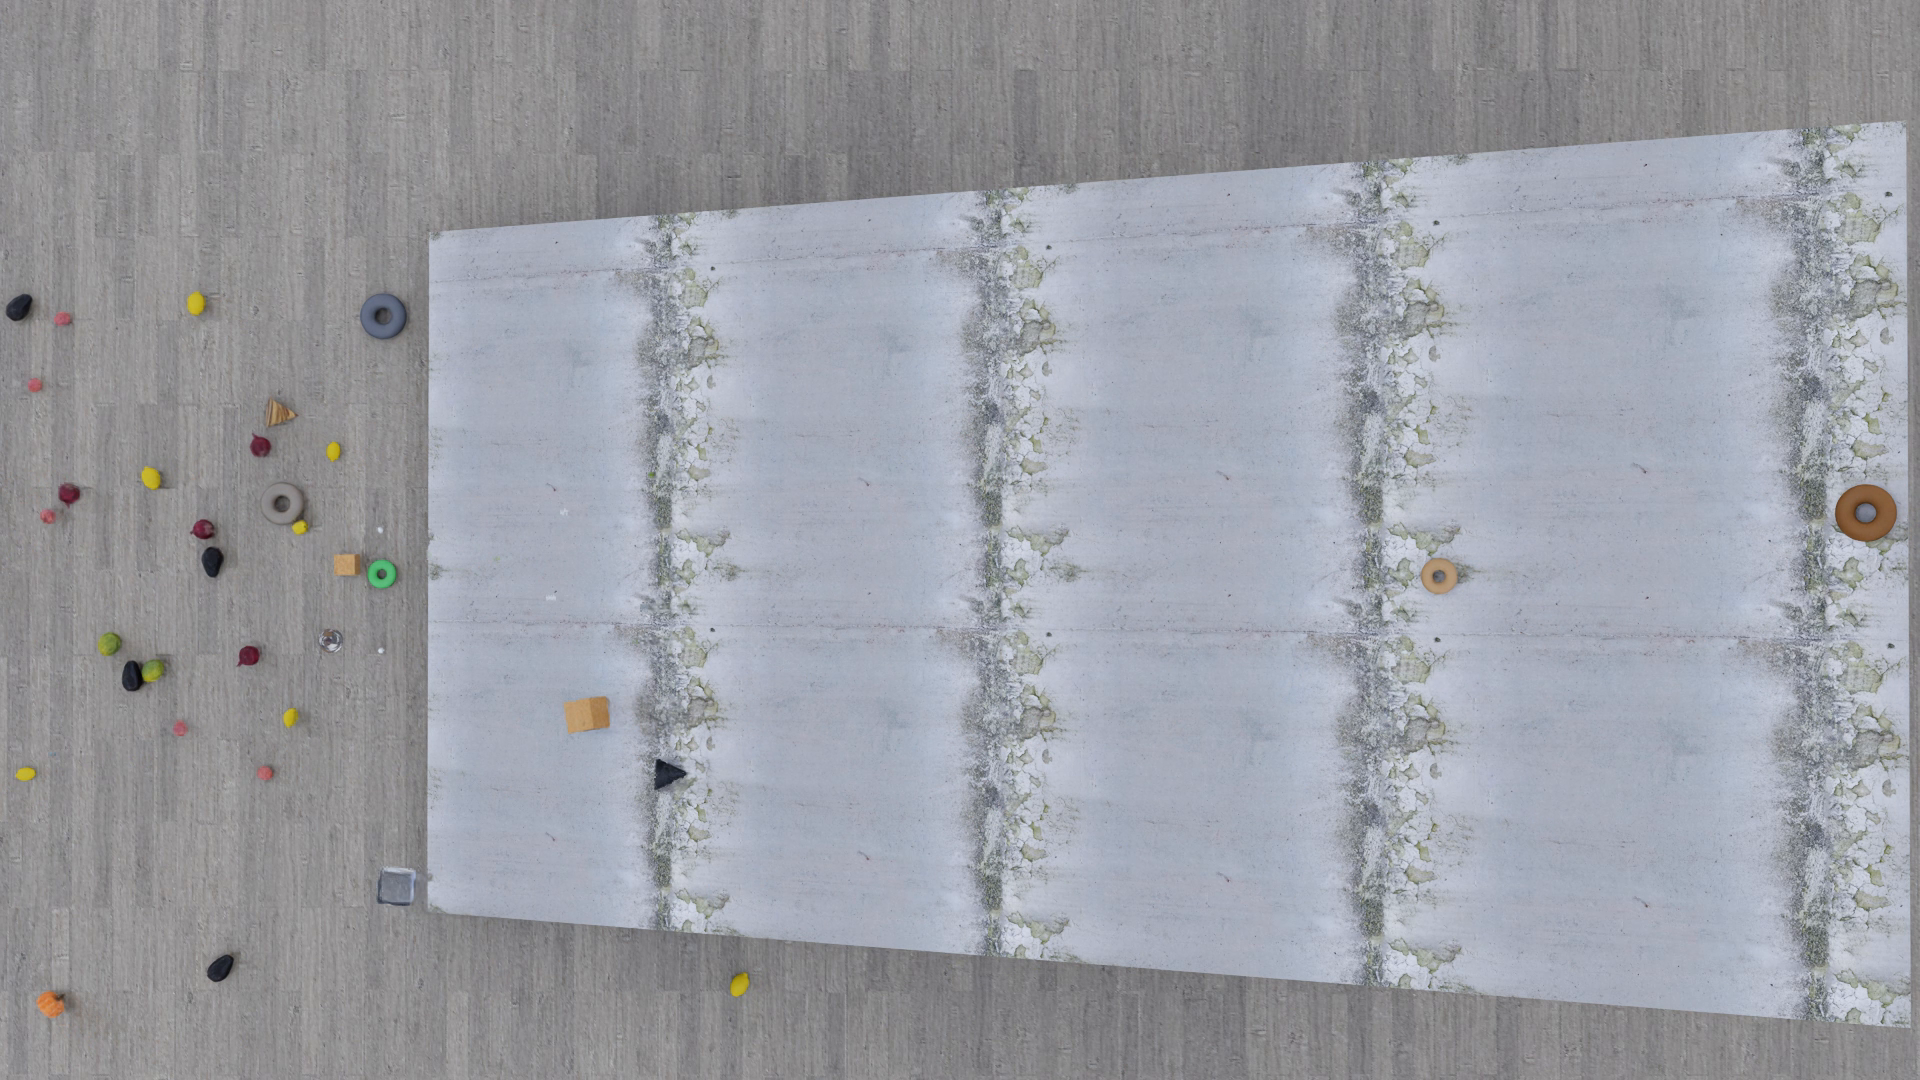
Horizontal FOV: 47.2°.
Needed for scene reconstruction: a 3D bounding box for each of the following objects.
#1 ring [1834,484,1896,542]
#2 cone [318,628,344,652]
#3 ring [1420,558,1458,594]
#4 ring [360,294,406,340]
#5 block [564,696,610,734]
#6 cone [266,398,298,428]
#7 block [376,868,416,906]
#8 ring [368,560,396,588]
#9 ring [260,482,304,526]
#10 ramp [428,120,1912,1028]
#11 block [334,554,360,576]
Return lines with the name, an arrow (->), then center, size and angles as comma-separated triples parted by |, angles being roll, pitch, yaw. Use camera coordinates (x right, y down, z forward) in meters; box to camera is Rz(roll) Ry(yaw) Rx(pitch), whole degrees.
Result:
ring -> 2.003, -0.060, 4.862 | 0.128, 0.043, 0.128 | -1, 88, 28
cone -> -1.877, 0.300, 6.524 | 0.074, 0.074, 0.074 | 0, 89, 0
ring -> 1.144, 0.086, 5.251 | 0.088, 0.029, 0.088 | 0, 91, 23
ring -> -1.718, -0.666, 6.550 | 0.137, 0.046, 0.137 | 0, 89, -1
block -> -1.050, 0.492, 6.191 | 0.087, 0.087, 0.087 | -12, 85, 23
cone -> -2.014, -0.375, 6.549 | 0.088, 0.088, 0.088 | 5, 89, -27
block -> -1.666, 1.024, 6.500 | 0.093, 0.093, 0.093 | 5, 90, -7
ring -> -1.721, 0.101, 6.549 | 0.087, 0.029, 0.087 | 0, 88, 1
ring -> -2.017, -0.108, 6.545 | 0.129, 0.043, 0.129 | 0, 90, -1
ramp -> 0.283, 0.083, 5.705 | 4.000, 0.100, 2.000 | 0, 89, 24
block -> -1.821, 0.074, 6.533 | 0.060, 0.060, 0.060 | -1, 89, 0
